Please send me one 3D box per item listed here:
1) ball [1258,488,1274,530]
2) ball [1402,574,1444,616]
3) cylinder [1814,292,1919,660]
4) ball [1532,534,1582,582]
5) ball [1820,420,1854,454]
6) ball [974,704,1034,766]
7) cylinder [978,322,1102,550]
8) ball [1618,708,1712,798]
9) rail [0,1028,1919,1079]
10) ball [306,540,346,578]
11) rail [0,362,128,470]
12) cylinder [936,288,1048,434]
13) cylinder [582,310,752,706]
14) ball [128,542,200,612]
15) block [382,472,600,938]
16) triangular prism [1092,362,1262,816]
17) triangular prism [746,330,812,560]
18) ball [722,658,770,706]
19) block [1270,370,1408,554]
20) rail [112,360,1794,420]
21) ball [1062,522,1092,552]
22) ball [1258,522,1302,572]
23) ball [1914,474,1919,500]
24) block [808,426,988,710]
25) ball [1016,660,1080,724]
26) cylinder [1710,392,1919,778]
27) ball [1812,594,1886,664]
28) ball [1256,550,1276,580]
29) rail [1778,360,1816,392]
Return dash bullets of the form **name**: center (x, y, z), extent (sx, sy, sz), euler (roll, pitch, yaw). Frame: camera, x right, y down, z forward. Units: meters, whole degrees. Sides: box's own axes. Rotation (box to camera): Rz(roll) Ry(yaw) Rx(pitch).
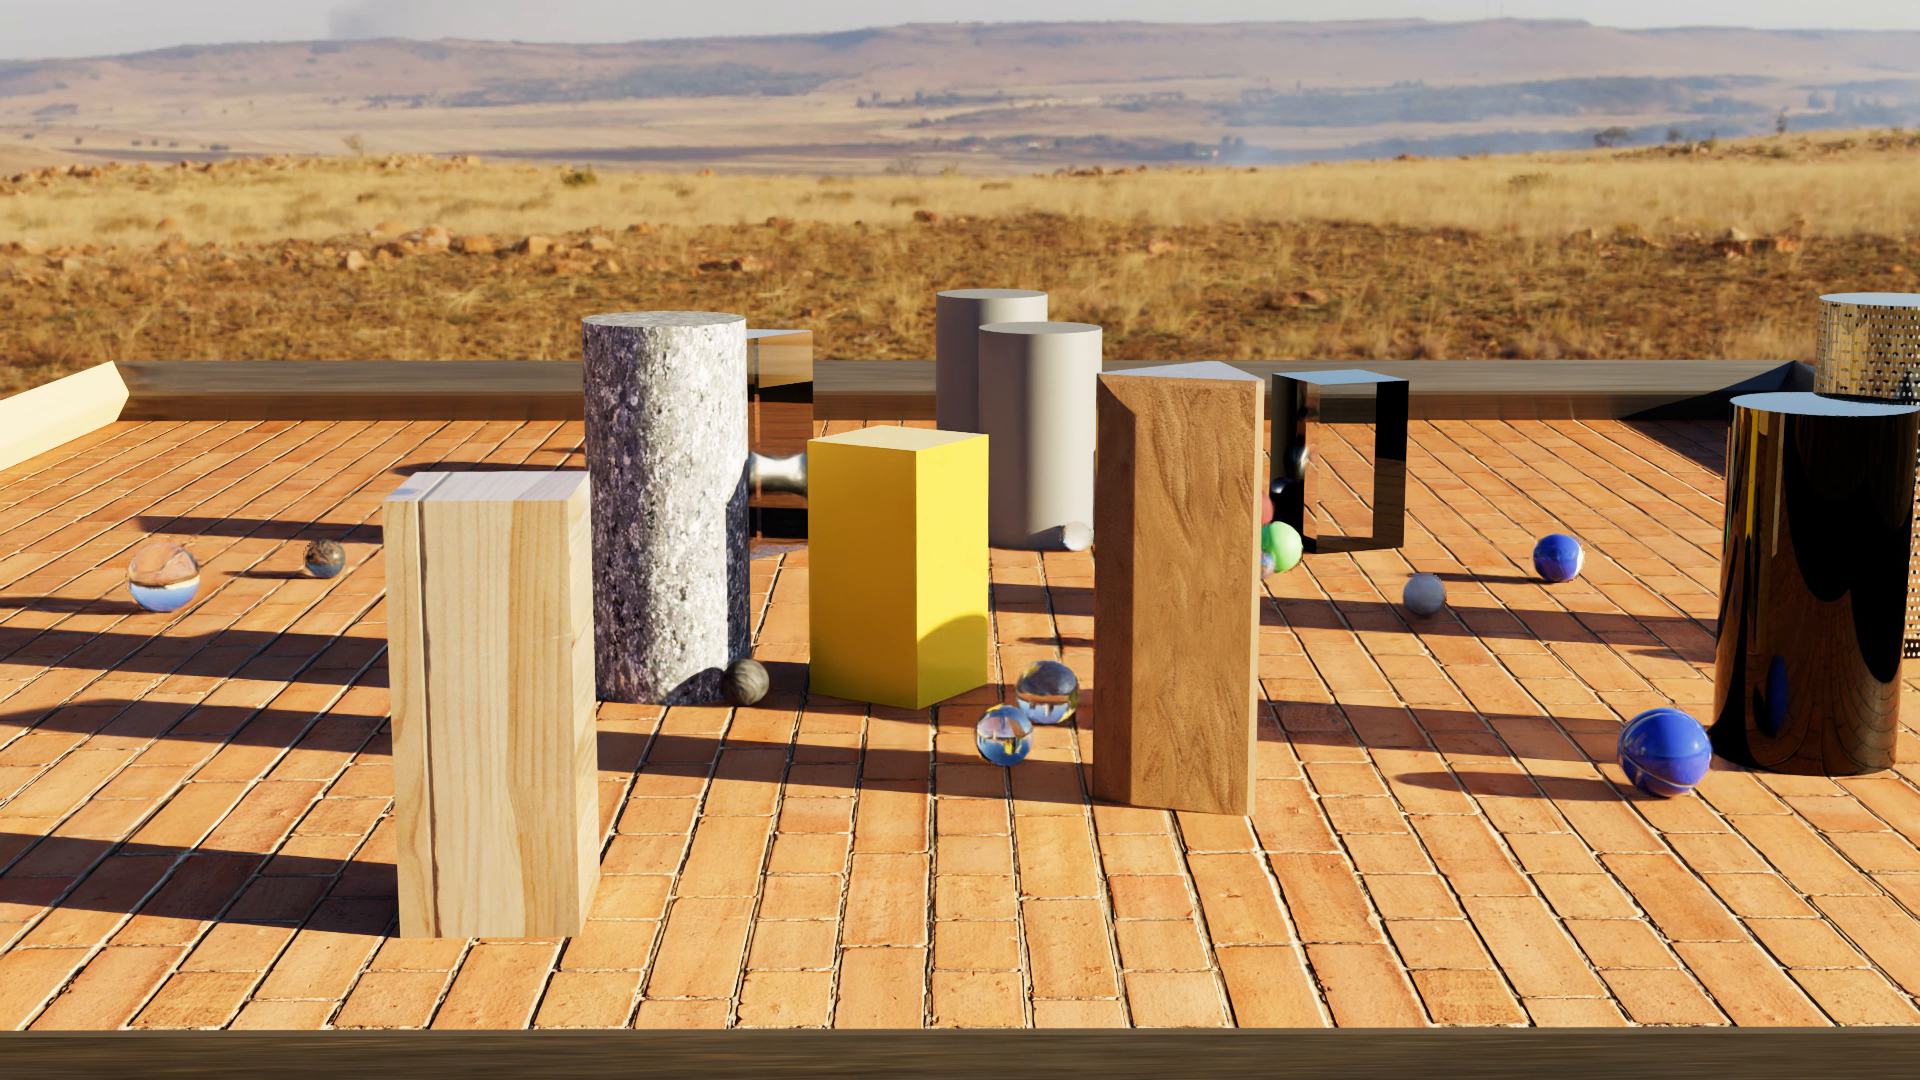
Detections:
- **ball**: center (0.436, -0.042, 3.936), extent (0.090, 0.090, 0.090), euler (0, 11, 0)
- **ball**: center (0.616, 0.074, 3.410), extent (0.056, 0.056, 0.056), euler (0, 11, 0)
- **cylinder**: center (1.164, -0.084, 3.221), extent (0.189, 0.436, 0.189), euler (0, 11, 0)
- **ball**: center (0.845, 0.025, 3.630), extent (0.070, 0.070, 0.070), euler (0, 11, 0)
- **ball**: center (1.652, -0.195, 4.832), extent (0.062, 0.062, 0.062), euler (0, 11, 0)
- **ball**: center (0.046, 0.205, 2.687), extent (0.064, 0.064, 0.064), euler (0, 11, 0)
- **cylinder**: center (0.122, -0.163, 3.942), extent (0.189, 0.327, 0.189), euler (0, 11, 0)
- **ball**: center (0.707, 0.213, 2.572), extent (0.090, 0.090, 0.090), euler (0, 11, 0)
- **rail**: center (0.011, 0.366, 1.655), extent (3.449, 0.122, 0.045), euler (0, 11, 0)
- **ball**: center (-0.905, 0.027, 3.661), extent (0.056, 0.056, 0.056), euler (0, 11, 0)
- **rail**: center (-1.701, 0.033, 3.440), extent (0.045, 0.122, 3.698), euler (0, 11, 0)
- **cylinder**: center (0.054, -0.249, 4.367), extent (0.189, 0.340, 0.189), euler (0, 11, 0)
- **cylinder**: center (-0.341, -0.041, 2.994), extent (0.189, 0.434, 0.189), euler (0, 11, 0)
- **ball**: center (-1.066, 0.050, 3.435), extent (0.094, 0.094, 0.094), euler (0, 11, 0)
- **block**: center (-0.398, 0.138, 2.202), extent (0.151, 0.373, 0.151), euler (0, 11, -1)
- **triangular prism**: center (0.233, 0.042, 2.565), extent (0.163, 0.428, 0.141), euler (4, 11, 20)
- **triangular prism**: center (-0.328, -0.149, 3.858), extent (0.141, 0.329, 0.163), euler (8, 13, 38)
- **ball**: center (-0.246, 0.163, 2.936), extent (0.054, 0.054, 0.054), euler (0, 11, 0)
- **block**: center (0.576, -0.122, 3.913), extent (0.151, 0.256, 0.151), euler (-4, 11, -21)
- **rail**: center (-0.011, -0.303, 5.244), extent (3.449, 0.122, 0.045), euler (0, 11, 0)
- **ball**: center (0.176, -0.006, 3.866), extent (0.045, 0.045, 0.045), euler (0, 11, 0)
- **ball**: center (0.457, 0.010, 3.703), extent (0.073, 0.073, 0.073), euler (0, 11, 0)
- **ball**: center (1.607, -0.086, 4.201), extent (0.080, 0.080, 0.080), euler (0, 11, 0)
- **block**: center (-0.071, 0.028, 2.995), extent (0.151, 0.298, 0.151), euler (7, 12, 32)
- **ball**: center (0.098, 0.170, 2.852), extent (0.072, 0.072, 0.072), euler (0, 11, 0)
- **cylinder**: center (0.899, 0.043, 2.705), extent (0.189, 0.376, 0.189), euler (0, 11, 0)
- **ball**: center (1.088, 0.108, 3.141), extent (0.087, 0.087, 0.087), euler (0, 11, 0)
- **ball**: center (0.428, 0.035, 3.655), extent (0.042, 0.042, 0.042), euler (0, 11, 0)
- **rail**: center (1.701, 0.030, 3.459), extent (0.045, 0.122, 3.698), euler (0, 11, 0)
